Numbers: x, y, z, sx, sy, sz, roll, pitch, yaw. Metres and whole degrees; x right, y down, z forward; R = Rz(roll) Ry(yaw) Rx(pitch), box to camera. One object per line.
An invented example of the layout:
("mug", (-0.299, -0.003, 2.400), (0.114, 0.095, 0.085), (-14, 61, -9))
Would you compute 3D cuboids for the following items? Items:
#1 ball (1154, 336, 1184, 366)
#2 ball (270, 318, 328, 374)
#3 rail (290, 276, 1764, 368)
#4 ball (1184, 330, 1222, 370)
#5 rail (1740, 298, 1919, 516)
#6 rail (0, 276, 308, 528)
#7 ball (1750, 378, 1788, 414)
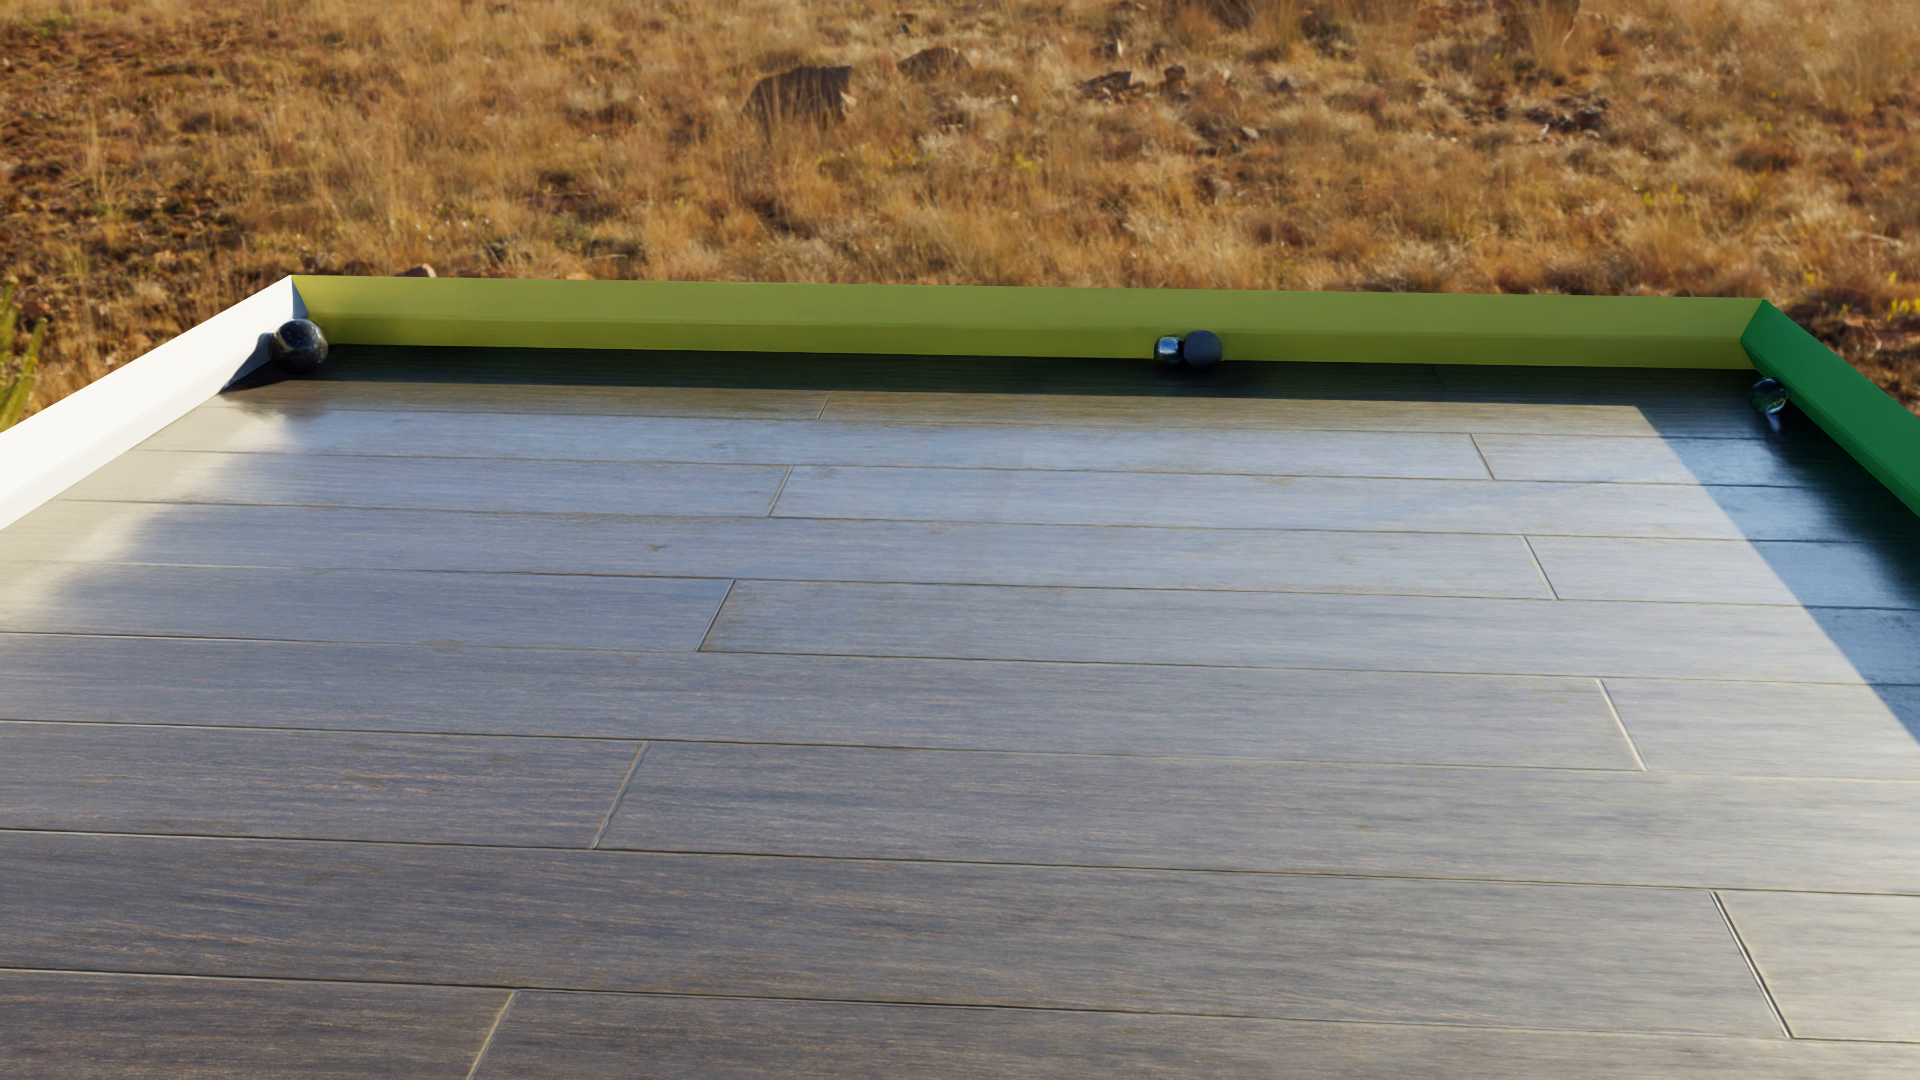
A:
("ball", (0.356, -0.322, 3.751), (0.054, 0.054, 0.054), (0, 18, 0))
("ball", (-1.111, -0.325, 3.696), (0.093, 0.093, 0.093), (0, 18, 0))
("rail", (0.083, -0.372, 3.791), (2.548, 0.121, 0.045), (1, 18, 4))
("ball", (0.413, -0.322, 3.731), (0.066, 0.066, 0.066), (0, 18, 0))
("rail", (1.161, 0.348, 1.617), (0.045, 0.121, 4.449), (1, 18, 4))
("rail", (-1.332, 0.288, 1.799), (0.045, 0.121, 4.449), (1, 18, 4))
("ball", (1.273, -0.227, 3.461), (0.054, 0.054, 0.054), (0, 18, 0))
